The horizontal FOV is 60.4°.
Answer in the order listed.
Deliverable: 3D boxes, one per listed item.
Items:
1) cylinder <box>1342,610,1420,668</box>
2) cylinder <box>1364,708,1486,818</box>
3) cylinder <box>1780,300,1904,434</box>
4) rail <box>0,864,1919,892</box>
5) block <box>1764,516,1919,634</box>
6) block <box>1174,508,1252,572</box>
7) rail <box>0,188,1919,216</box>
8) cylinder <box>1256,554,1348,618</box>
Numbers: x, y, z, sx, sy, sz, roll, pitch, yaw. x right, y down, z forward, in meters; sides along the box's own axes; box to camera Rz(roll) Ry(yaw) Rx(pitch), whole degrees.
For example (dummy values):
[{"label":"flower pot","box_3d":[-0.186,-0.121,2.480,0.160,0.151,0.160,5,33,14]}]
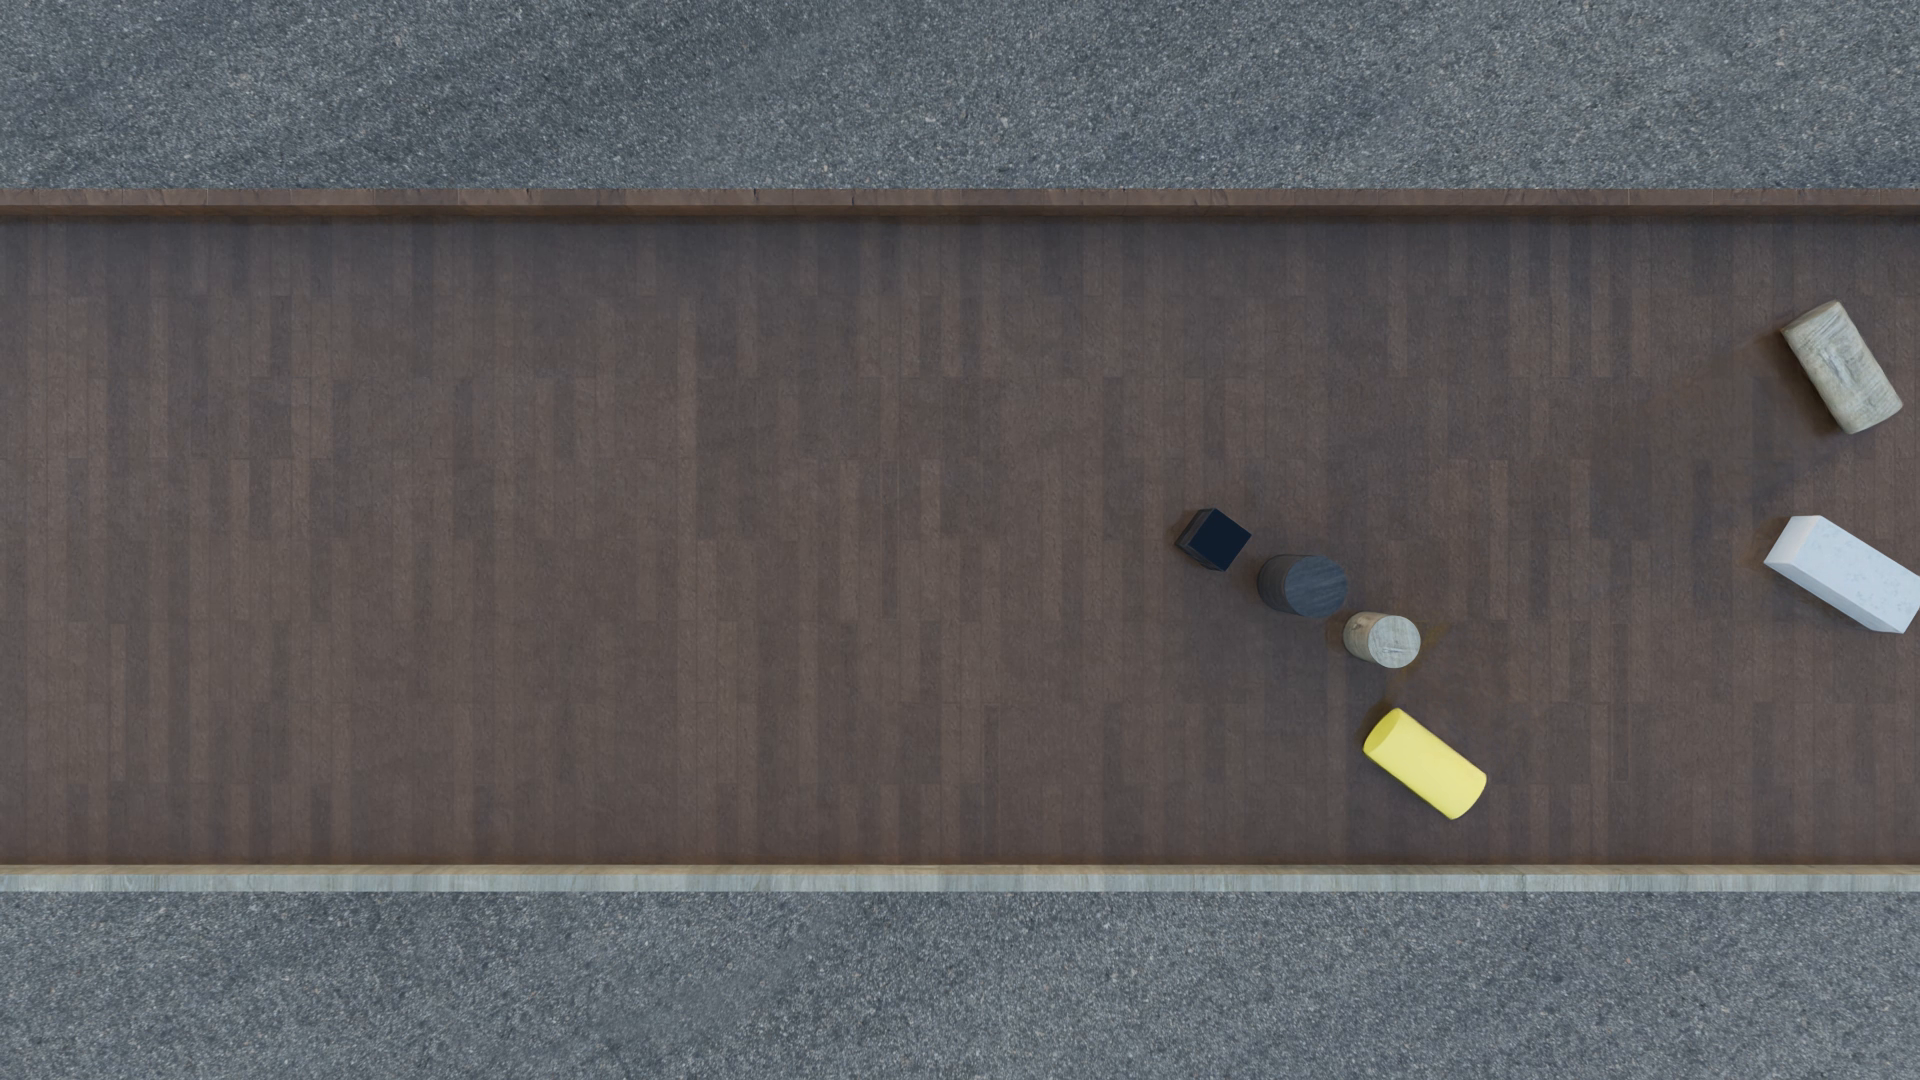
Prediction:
[{"label":"cylinder","box_3d":[1.254,0.294,4.920,0.152,0.313,0.152,0,90,0]},{"label":"cylinder","box_3d":[1.406,0.676,4.991,0.326,0.172,0.172,38,90,0]},{"label":"cylinder","box_3d":[2.665,-0.522,4.987,0.178,0.178,0.367,-32,90,0]},{"label":"rail","box_3d":[-2.247,1.025,5.001,12.000,0.150,0.050,0,90,0]},{"label":"block","box_3d":[2.684,0.103,4.992,0.395,0.168,0.168,32,90,0]},{"label":"block","box_3d":[0.750,-0.001,4.917,0.132,0.319,0.132,36,90,0]},{"label":"rail","box_3d":[-2.247,-1.025,5.002,12.000,0.150,0.050,0,90,0]},{"label":"cylinder","box_3d":[1.002,0.132,4.860,0.178,0.433,0.178,0,90,0]}]
